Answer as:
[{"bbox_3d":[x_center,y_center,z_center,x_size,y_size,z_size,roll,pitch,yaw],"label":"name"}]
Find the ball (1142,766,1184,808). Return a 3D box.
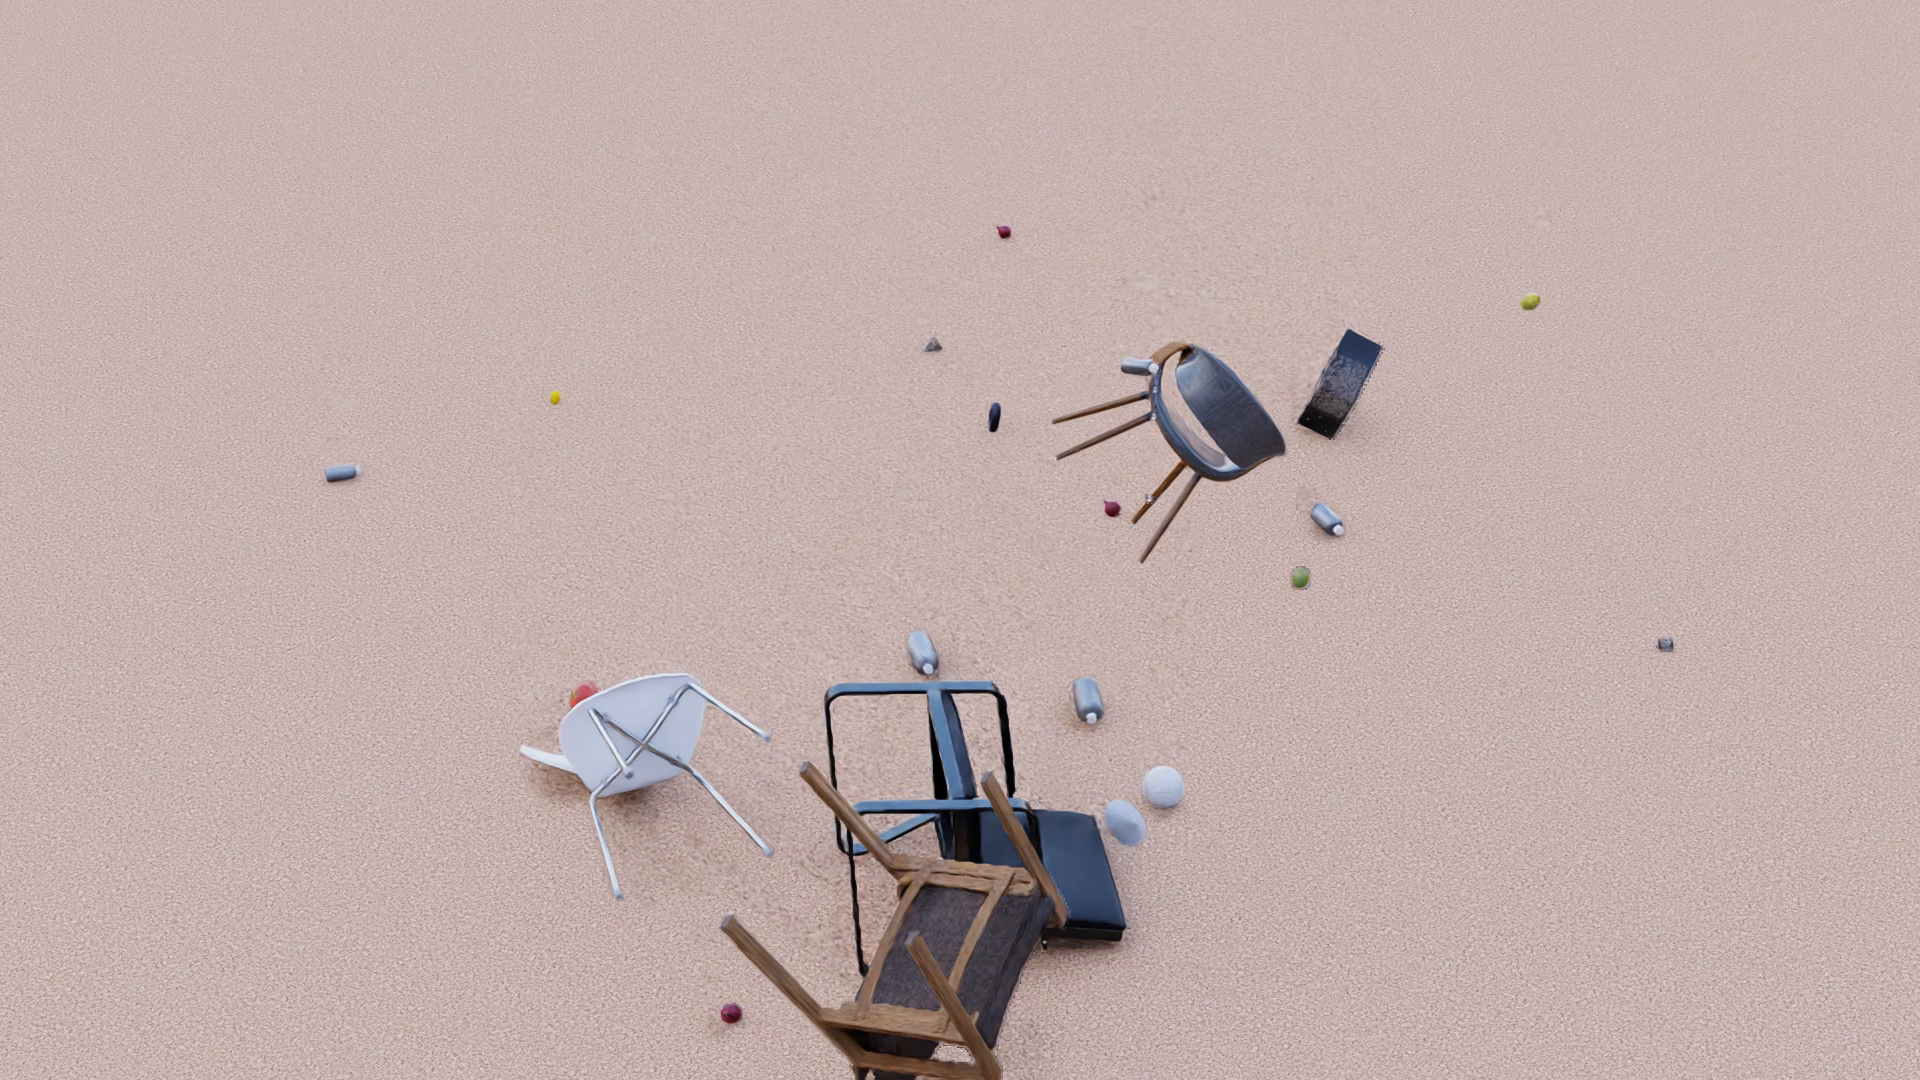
[{"bbox_3d":[0.666,0.808,9.592,0.139,0.139,0.139,0,33,0],"label":"ball"}]

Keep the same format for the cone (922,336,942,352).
[{"bbox_3d":[-0.124,-0.798,12.127,0.076,0.067,0.070,-32,68,-3],"label":"cone"}]

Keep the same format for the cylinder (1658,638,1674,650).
[{"bbox_3d":[2.491,0.368,10.348,0.040,0.043,0.044,-4,38,-6],"label":"cylinder"}]

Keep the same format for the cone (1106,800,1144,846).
[{"bbox_3d":[0.545,0.903,9.369,0.114,0.168,0.074,-44,14,-20],"label":"cone"}]

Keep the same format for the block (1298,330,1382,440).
[{"bbox_3d":[1.478,-0.605,11.421,0.150,0.357,0.275,27,67,3],"label":"block"}]
